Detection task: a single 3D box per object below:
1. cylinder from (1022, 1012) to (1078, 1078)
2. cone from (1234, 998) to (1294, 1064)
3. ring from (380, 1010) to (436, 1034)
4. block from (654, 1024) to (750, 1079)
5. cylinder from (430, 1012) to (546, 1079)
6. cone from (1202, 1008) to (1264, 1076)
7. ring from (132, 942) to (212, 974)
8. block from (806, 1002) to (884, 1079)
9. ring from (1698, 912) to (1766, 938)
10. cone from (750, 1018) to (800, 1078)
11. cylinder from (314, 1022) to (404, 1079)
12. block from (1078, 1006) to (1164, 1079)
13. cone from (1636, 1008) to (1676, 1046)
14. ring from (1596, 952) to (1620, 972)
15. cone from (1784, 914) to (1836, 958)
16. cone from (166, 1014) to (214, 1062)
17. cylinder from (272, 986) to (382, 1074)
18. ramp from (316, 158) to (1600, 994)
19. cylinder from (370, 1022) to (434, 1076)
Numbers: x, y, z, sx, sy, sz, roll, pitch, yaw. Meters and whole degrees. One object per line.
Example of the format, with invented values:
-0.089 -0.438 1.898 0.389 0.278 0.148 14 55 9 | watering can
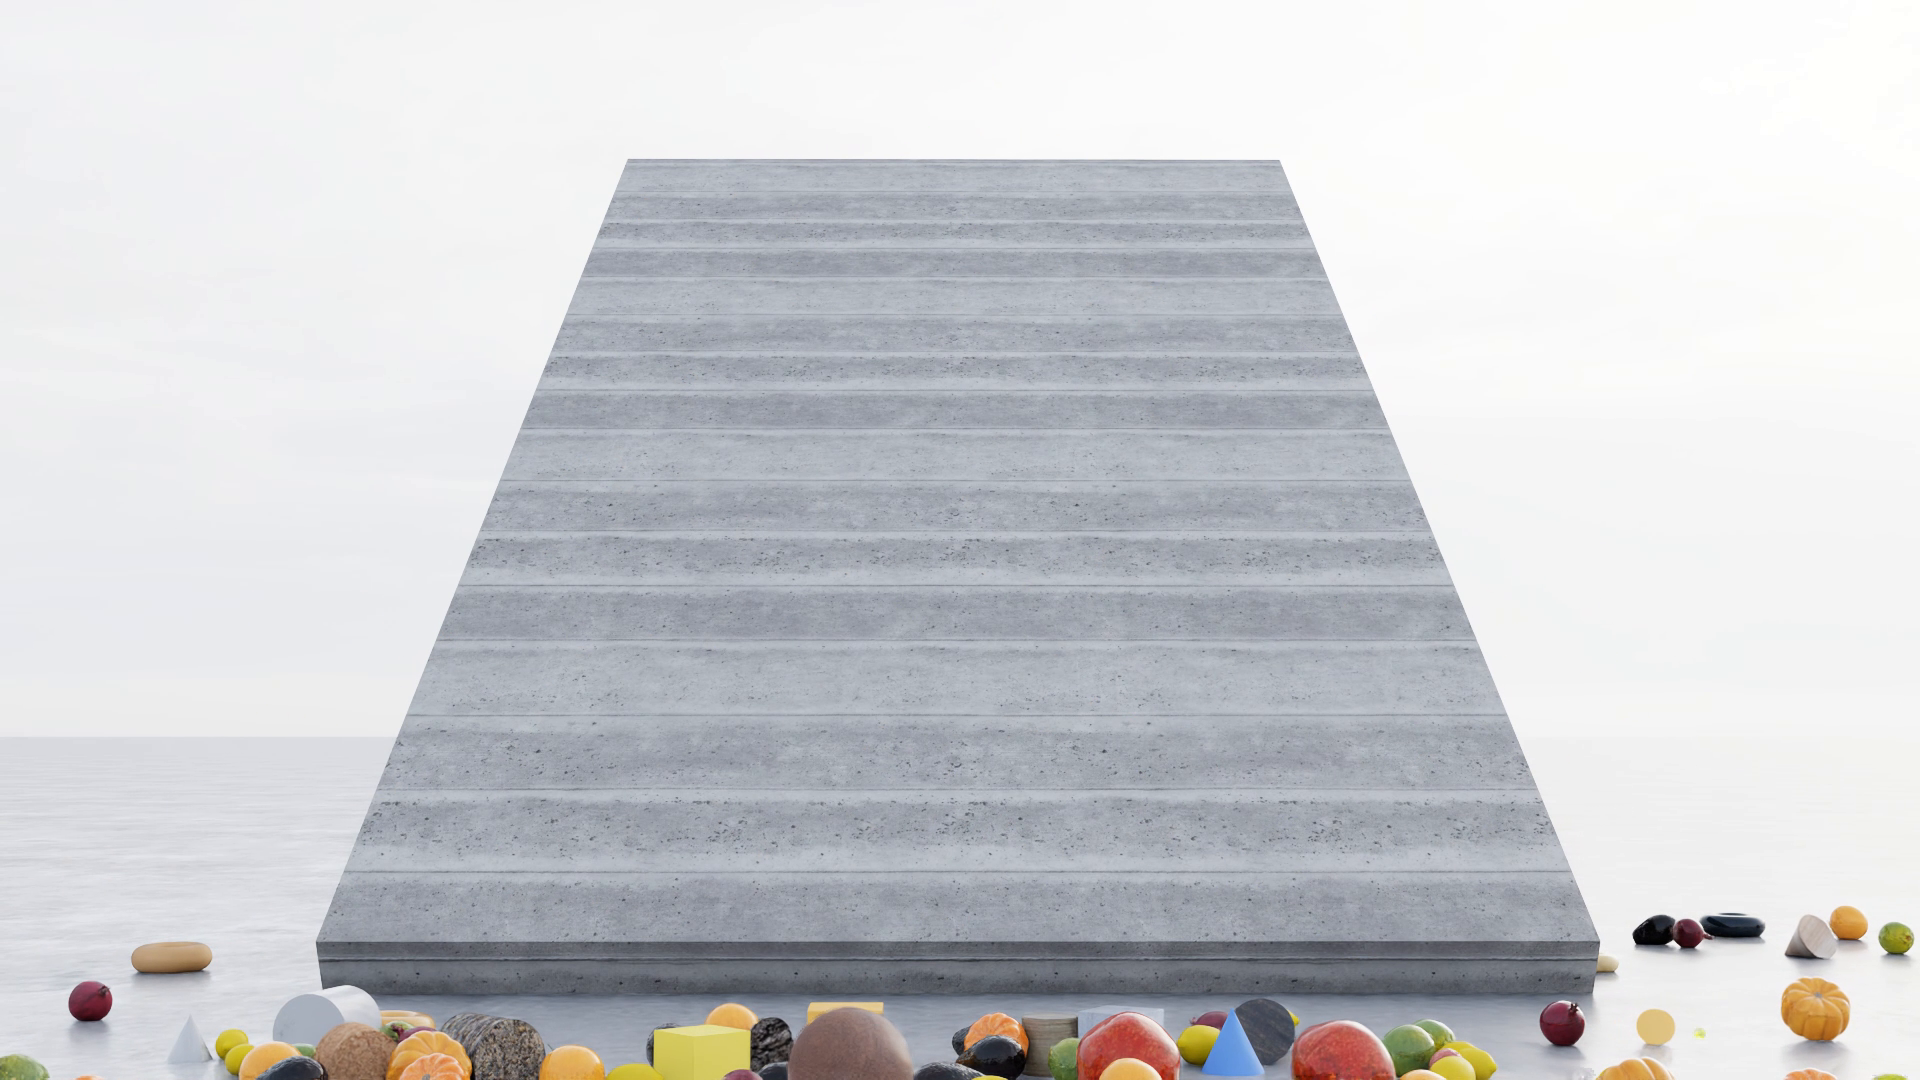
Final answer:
0.109 0.610 2.861 0.069 0.069 0.069 0 -5 0 | cylinder
0.385 0.635 2.982 0.086 0.086 0.086 -1 -31 17 | cone
-0.754 0.648 3.135 0.117 0.039 0.117 1 -5 0 | ring
-0.290 0.589 2.654 0.077 0.077 0.077 4 -6 -42 | block
-0.531 0.582 2.660 0.093 0.093 0.093 4 -6 -43 | cylinder
0.331 0.607 2.875 0.077 0.077 0.077 0 -5 0 | cone
-1.361 0.721 4.086 0.134 0.045 0.134 0 -3 0 | ring
-0.135 0.596 2.795 0.087 0.087 0.087 0 -5 -1 | block
1.560 0.778 4.781 0.131 0.044 0.131 1 -4 0 | ring
-0.214 0.628 2.862 0.076 0.076 0.076 -3 -32 35 | cone
-0.674 0.587 2.652 0.082 0.082 0.082 2 -5 -27 | cylinder
0.194 0.605 2.849 0.077 0.077 0.077 -3 -5 31 | block
0.925 0.656 3.146 0.050 0.050 0.050 -1 -31 15 | cone
1.087 0.727 4.075 0.094 0.031 0.094 1 -5 0 | ring
1.542 0.744 4.342 0.087 0.087 0.087 3 -32 -30 | cone
-0.970 0.625 2.978 0.057 0.057 0.057 0 -5 0 | cone
-0.774 0.599 2.897 0.097 0.097 0.097 -1 -5 11 | cylinder
-0.010 -0.227 5.491 2.000 0.100 4.000 0 27 0 | ramp
-0.687 0.642 2.874 0.096 0.096 0.096 -4 -2 0 | cylinder
